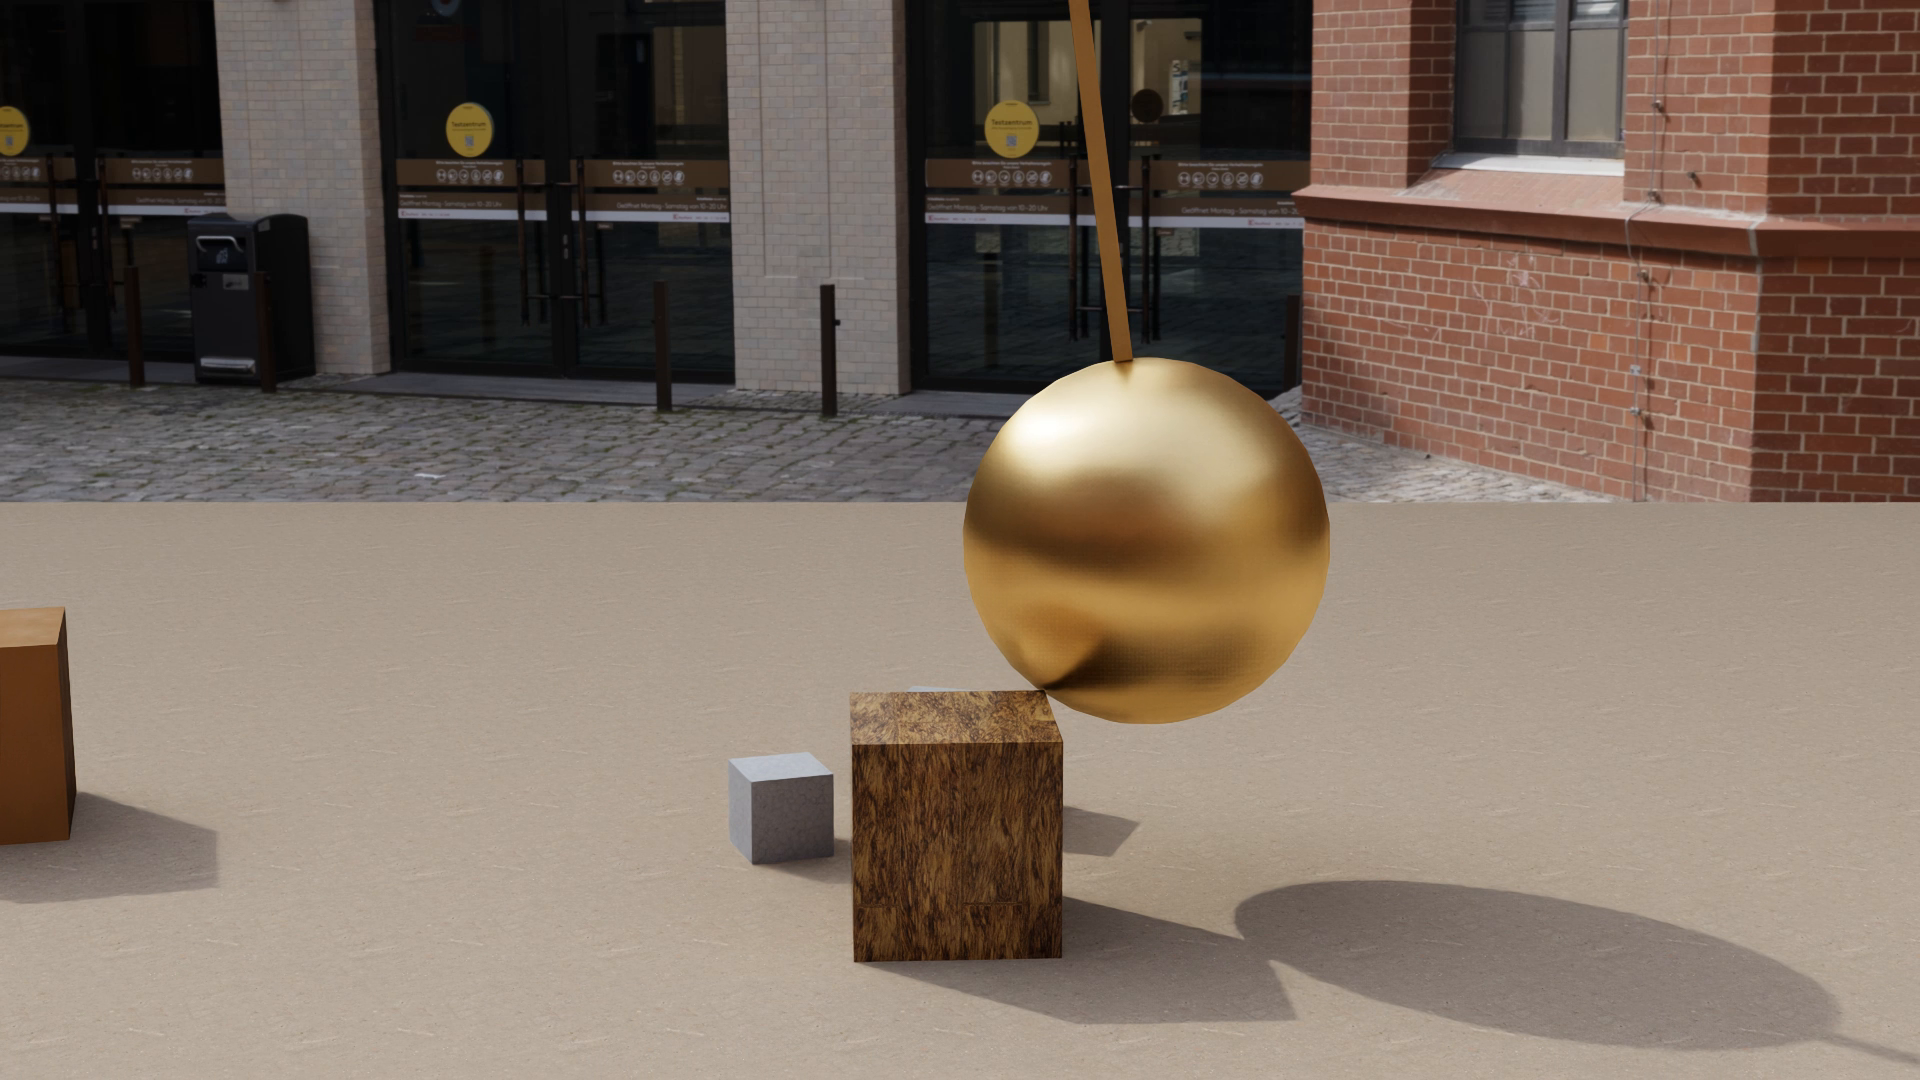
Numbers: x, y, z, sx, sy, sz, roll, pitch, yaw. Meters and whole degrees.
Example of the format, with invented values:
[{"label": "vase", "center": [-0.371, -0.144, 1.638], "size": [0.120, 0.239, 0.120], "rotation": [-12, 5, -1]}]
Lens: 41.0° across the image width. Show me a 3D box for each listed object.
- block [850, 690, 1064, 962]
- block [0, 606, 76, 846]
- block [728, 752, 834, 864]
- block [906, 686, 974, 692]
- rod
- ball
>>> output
[{"label": "block", "center": [-0.032, 1.167, 10.638], "size": [0.836, 0.898, 0.866], "rotation": [-1, 10, -3]}, {"label": "block", "center": [-4.654, 0.880, 12.124], "size": [0.824, 0.931, 0.883], "rotation": [-3, 11, -16]}, {"label": "block", "center": [-0.821, 1.225, 11.751], "size": [0.386, 0.386, 0.409], "rotation": [-4, 11, -19]}, {"label": "block", "center": [-0.026, 1.044, 12.361], "size": [0.613, 0.524, 0.582], "rotation": [3, 11, 18]}, {"label": "rod", "center": [0.351, -3.310, 10.578], "size": [0.080, 5.200, 0.080], "rotation": [-8, 10, 1]}, {"label": "ball", "center": [0.810, 0.004, 11.181], "size": [1.600, 1.600, 1.600], "rotation": [0, 10, 0]}]
